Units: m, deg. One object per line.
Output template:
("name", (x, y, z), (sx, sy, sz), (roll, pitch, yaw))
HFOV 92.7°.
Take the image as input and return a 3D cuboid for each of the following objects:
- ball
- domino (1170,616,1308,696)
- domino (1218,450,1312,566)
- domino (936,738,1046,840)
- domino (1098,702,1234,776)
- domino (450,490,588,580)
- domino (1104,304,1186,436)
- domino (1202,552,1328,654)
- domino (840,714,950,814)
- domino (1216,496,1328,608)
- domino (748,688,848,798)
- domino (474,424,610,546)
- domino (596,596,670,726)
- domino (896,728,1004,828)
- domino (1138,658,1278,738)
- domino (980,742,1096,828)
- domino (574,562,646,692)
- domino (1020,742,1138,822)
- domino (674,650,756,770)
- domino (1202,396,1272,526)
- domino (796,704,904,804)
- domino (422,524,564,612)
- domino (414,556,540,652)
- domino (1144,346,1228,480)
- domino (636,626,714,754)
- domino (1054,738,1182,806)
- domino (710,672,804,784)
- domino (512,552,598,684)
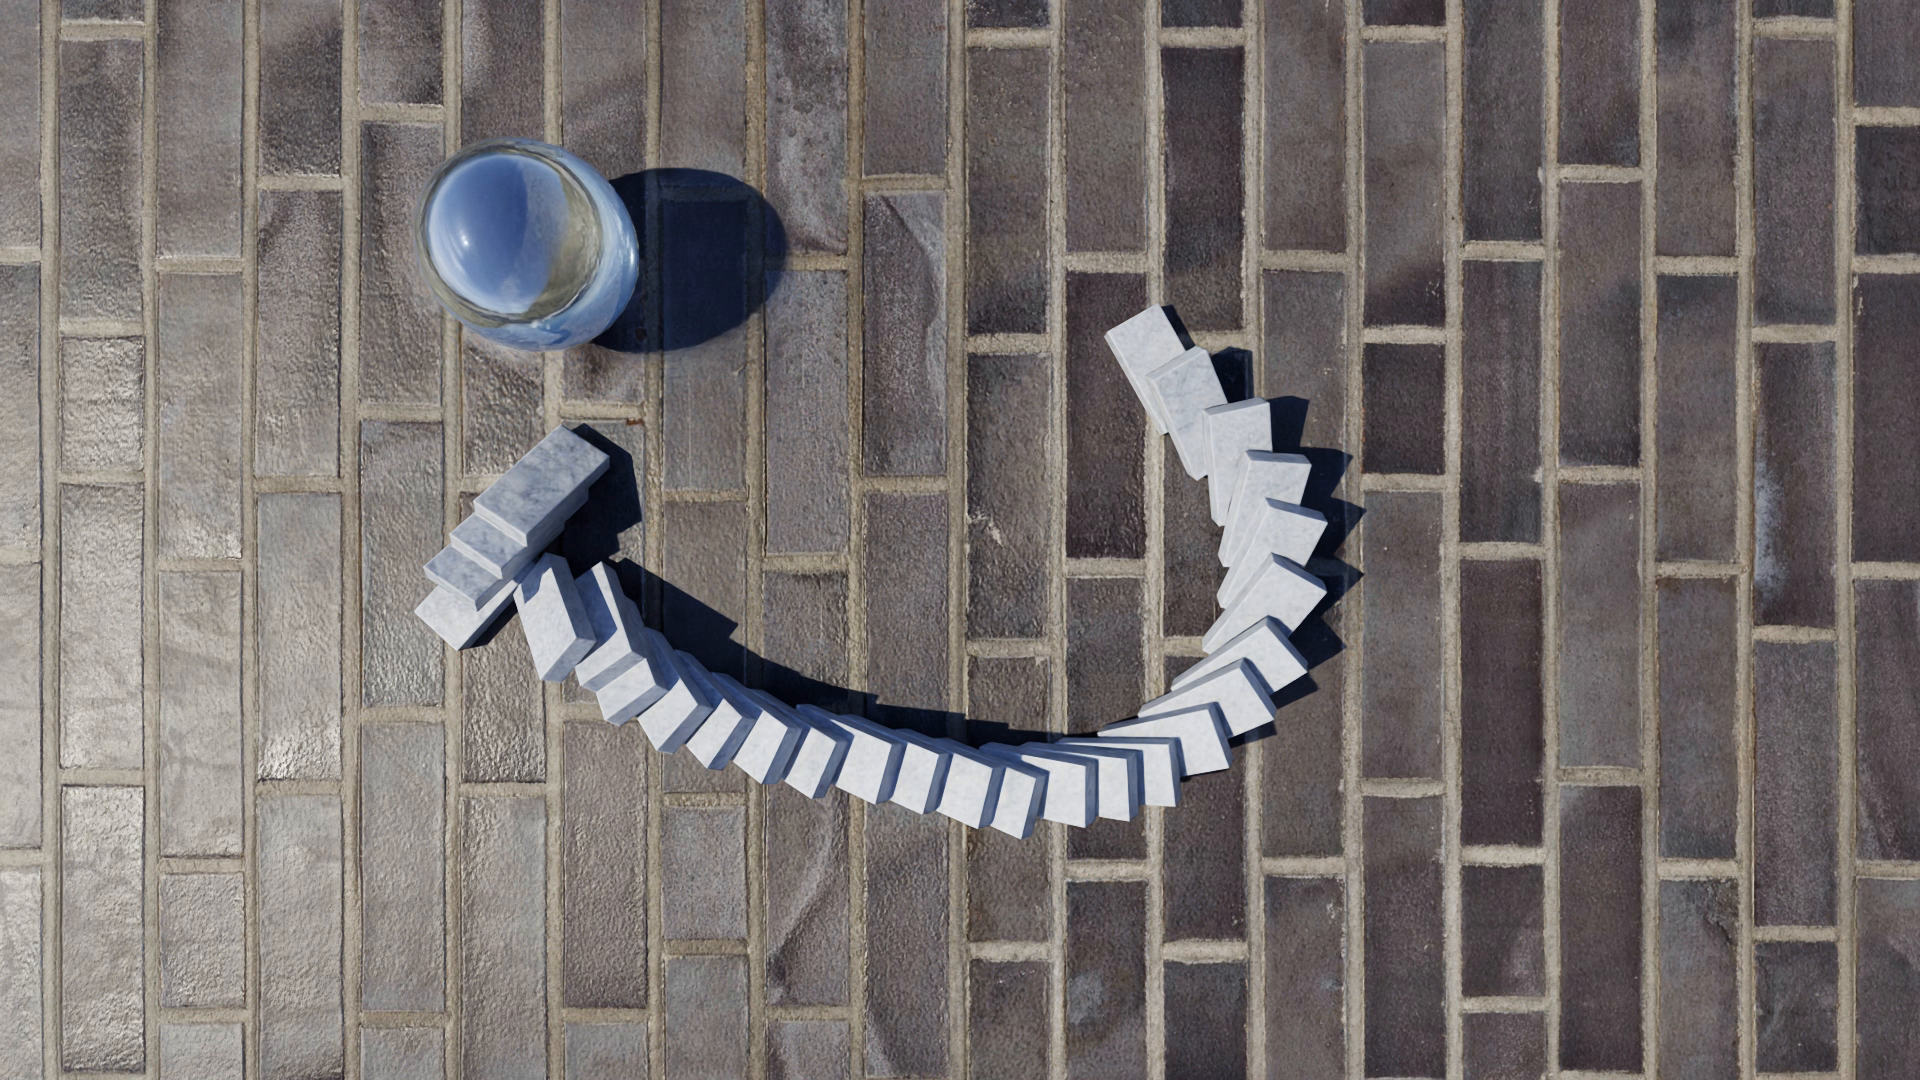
("ball", (-0.168, -0.115, 0.360), (0.080, 0.080, 0.080), (0, 90, 0))
("domino", (0.116, 0.057, 0.384), (0.025, 0.009, 0.050), (48, 119, 0))
("domino", (0.126, -0.012, 0.383), (0.025, 0.009, 0.050), (3, 121, -2))
("domino", (0.009, 0.103, 0.383), (0.050, 0.009, 0.025), (14, 90, 33))
("domino", (0.085, 0.086, 0.383), (0.050, 0.009, 0.025), (-20, 90, 30))
("domino", (-0.182, -0.010, 0.382), (0.025, 0.009, 0.050), (35, 55, 0))
("domino", (0.086, -0.073, 0.395), (0.025, 0.009, 0.050), (-30, 90, 0))
("domino", (0.126, 0.032, 0.383), (0.025, 0.010, 0.050), (29, 118, -3))
("domino", (-0.031, 0.093, 0.384), (0.050, 0.009, 0.025), (15, 90, 29))
("domino", (0.130, 0.009, 0.383), (0.025, 0.010, 0.050), (14, 120, -4))
("domino", (-0.073, 0.085, 0.384), (0.050, 0.010, 0.025), (24, 90, 28))
("domino", (-0.173, -0.023, 0.382), (0.025, 0.010, 0.050), (34, 55, -1))
("domino", (-0.141, 0.049, 0.382), (0.025, 0.010, 0.050), (-35, 56, 1))
("domino", (-0.008, 0.099, 0.383), (0.050, 0.010, 0.025), (14, 90, 33))
("domino", (0.103, 0.072, 0.383), (0.050, 0.010, 0.025), (-33, 91, 31))
("domino", (0.032, 0.101, 0.381), (0.050, 0.010, 0.025), (2, 94, 34))
("domino", (-0.151, 0.036, 0.382), (0.025, 0.010, 0.050), (-34, 56, 1))
("domino", (0.049, 0.100, 0.382), (0.050, 0.010, 0.025), (-2, 93, 34))
("domino", (-0.109, 0.070, 0.383), (0.050, 0.010, 0.025), (34, 90, 33))
("domino", (0.118, -0.033, 0.385), (0.025, 0.010, 0.050), (-12, 115, 0))
("domino", (-0.050, 0.089, 0.384), (0.050, 0.009, 0.025), (16, 90, 29))
("domino", (-0.193, 0.003, 0.382), (0.025, 0.010, 0.050), (34, 55, 0))
("domino", (-0.207, 0.021, 0.395), (0.025, 0.009, 0.050), (43, 90, 0))
("domino", (0.099, -0.053, 0.385), (0.025, 0.009, 0.050), (-30, 115, 0))
("domino", (-0.125, 0.062, 0.382), (0.025, 0.010, 0.050), (-48, 55, 2))
("domino", (0.066, 0.096, 0.383), (0.050, 0.009, 0.025), (-6, 90, 30))
("domino", (-0.090, 0.078, 0.382), (0.050, 0.009, 0.025), (26, 91, 33))
("domino", (-0.168, 0.032, 0.379), (0.025, 0.010, 0.050), (-46, 54, 13))
